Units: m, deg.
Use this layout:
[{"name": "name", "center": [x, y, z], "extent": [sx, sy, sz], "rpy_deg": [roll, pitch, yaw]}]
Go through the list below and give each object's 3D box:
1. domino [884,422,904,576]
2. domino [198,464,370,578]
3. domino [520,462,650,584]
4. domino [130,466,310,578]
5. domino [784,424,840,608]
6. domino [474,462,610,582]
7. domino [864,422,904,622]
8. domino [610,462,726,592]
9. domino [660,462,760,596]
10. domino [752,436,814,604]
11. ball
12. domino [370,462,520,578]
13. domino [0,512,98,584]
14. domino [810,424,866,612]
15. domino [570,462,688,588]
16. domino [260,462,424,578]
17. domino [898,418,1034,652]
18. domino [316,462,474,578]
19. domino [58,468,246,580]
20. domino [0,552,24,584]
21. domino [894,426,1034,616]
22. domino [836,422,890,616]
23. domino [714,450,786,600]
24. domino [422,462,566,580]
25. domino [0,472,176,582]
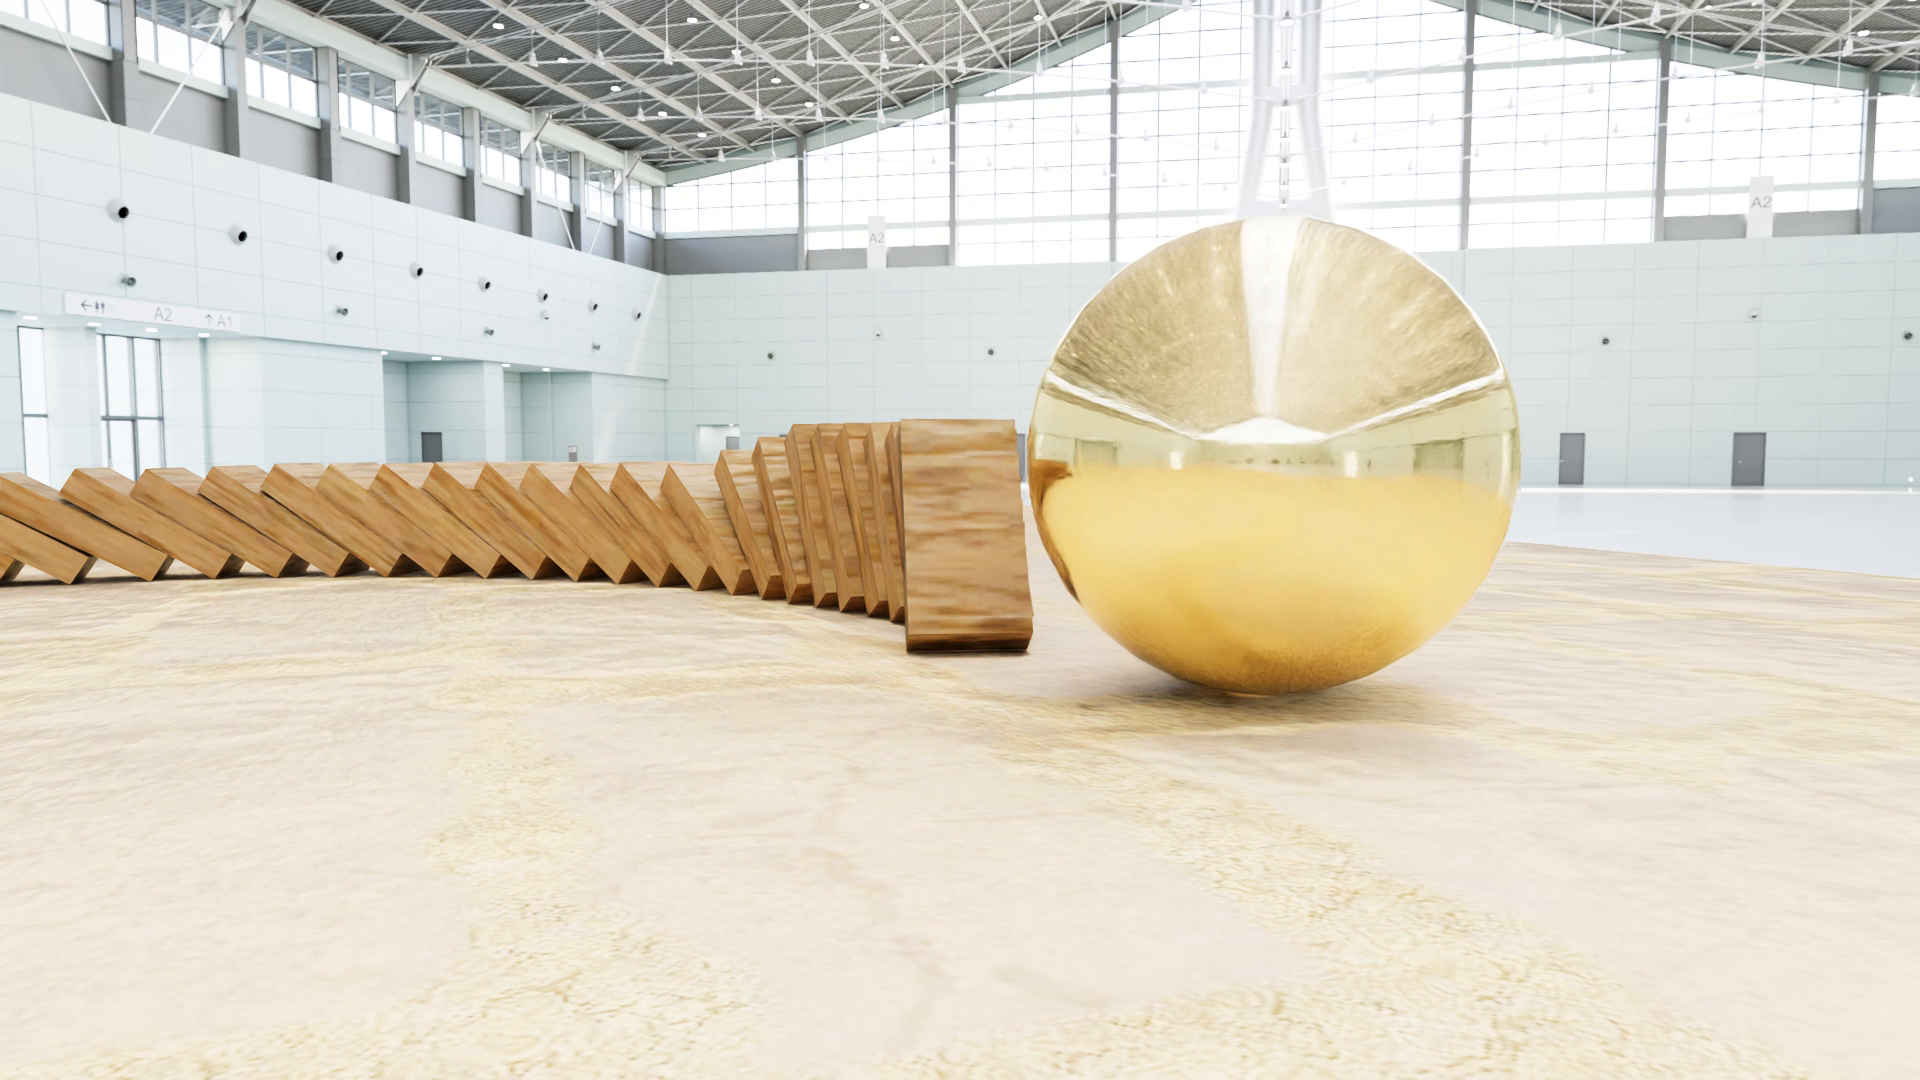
[{"name": "domino", "center": [-0.002, -0.004, 0.306], "extent": [0.025, 0.050, 0.009], "rpy_deg": [-1, -26, -16]}, {"name": "domino", "center": [-0.218, -0.007, 0.419], "extent": [0.050, 0.009, 0.025], "rpy_deg": [33, 3, -3]}, {"name": "domino", "center": [-0.113, -0.006, 0.406], "extent": [0.050, 0.010, 0.025], "rpy_deg": [40, 21, 20]}, {"name": "domino", "center": [-0.236, -0.006, 0.415], "extent": [0.050, 0.009, 0.025], "rpy_deg": [32, 0, -8]}, {"name": "domino", "center": [-0.030, -0.007, 0.344], "extent": [0.025, 0.050, 0.010], "rpy_deg": [-2, -26, -25]}, {"name": "domino", "center": [-0.129, -0.007, 0.412], "extent": [0.050, 0.009, 0.025], "rpy_deg": [39, 19, 17]}, {"name": "domino", "center": [-0.007, -0.005, 0.316], "extent": [0.025, 0.050, 0.009], "rpy_deg": [-1, -26, -19]}, {"name": "domino", "center": [-0.082, -0.005, 0.389], "extent": [0.025, 0.009, 0.050], "rpy_deg": [-5, 43, -50]}, {"name": "domino", "center": [-0.066, -0.004, 0.380], "extent": [0.025, 0.009, 0.050], "rpy_deg": [-4, 41, -41]}, {"name": "domino", "center": [-0.040, -0.006, 0.356], "extent": [0.025, 0.050, 0.009], "rpy_deg": [-2, -35, -26]}, {"name": "ball", "center": [0.051, -0.014, 0.217], "extent": [0.080, 0.080, 0.080], "rpy_deg": [0, 4, 0]}, {"name": "domino", "center": [-0.164, -0.007, 0.419], "extent": [0.050, 0.009, 0.025], "rpy_deg": [36, 11, 8]}, {"name": "domino", "center": [-0.290, -0.004, 0.389], "extent": [0.050, 0.009, 0.025], "rpy_deg": [34, -11, -24]}, {"name": "domino", "center": [-0.022, -0.007, 0.335], "extent": [0.025, 0.050, 0.009], "rpy_deg": [-2, -26, -24]}, {"name": "domino", "center": [-0.096, -0.006, 0.399], "extent": [0.050, 0.009, 0.025], "rpy_deg": [43, 27, 26]}, {"name": "domino", "center": [-0.199, -0.007, 0.421], "extent": [0.050, 0.010, 0.025], "rpy_deg": [35, 6, 1]}, {"name": "domino", "center": [0.000, -0.002, 0.271], "extent": [0.025, 0.050, 0.009], "rpy_deg": [0, -26, -6]}, {"name": "domino", "center": [-0.182, -0.007, 0.421], "extent": [0.050, 0.009, 0.025], "rpy_deg": [35, 8, 5]}, {"name": "domino", "center": [-0.255, -0.006, 0.408], "extent": [0.050, 0.009, 0.025], "rpy_deg": [33, -4, -14]}, {"name": "domino", "center": [-0.306, -0.004, 0.380], "extent": [0.050, 0.009, 0.025], "rpy_deg": [34, -11, -23]}, {"name": "domino", "center": [0.000, -0.003, 0.294], "extent": [0.025, 0.050, 0.010], "rpy_deg": [-1, -26, -13]}, {"name": "domino", "center": [-0.015, -0.006, 0.326], "extent": [0.025, 0.050, 0.009], "rpy_deg": [-2, -26, -24]}, {"name": "domino", "center": [-0.051, -0.005, 0.368], "extent": [0.025, 0.009, 0.050], "rpy_deg": [-2, 47, -31]}, {"name": "domino", "center": [-0.147, -0.007, 0.417], "extent": [0.050, 0.010, 0.025], "rpy_deg": [38, 14, 12]}, {"name": "domino", "center": [-0.272, -0.004, 0.399], "extent": [0.050, 0.009, 0.025], "rpy_deg": [32, -8, -22]}]
